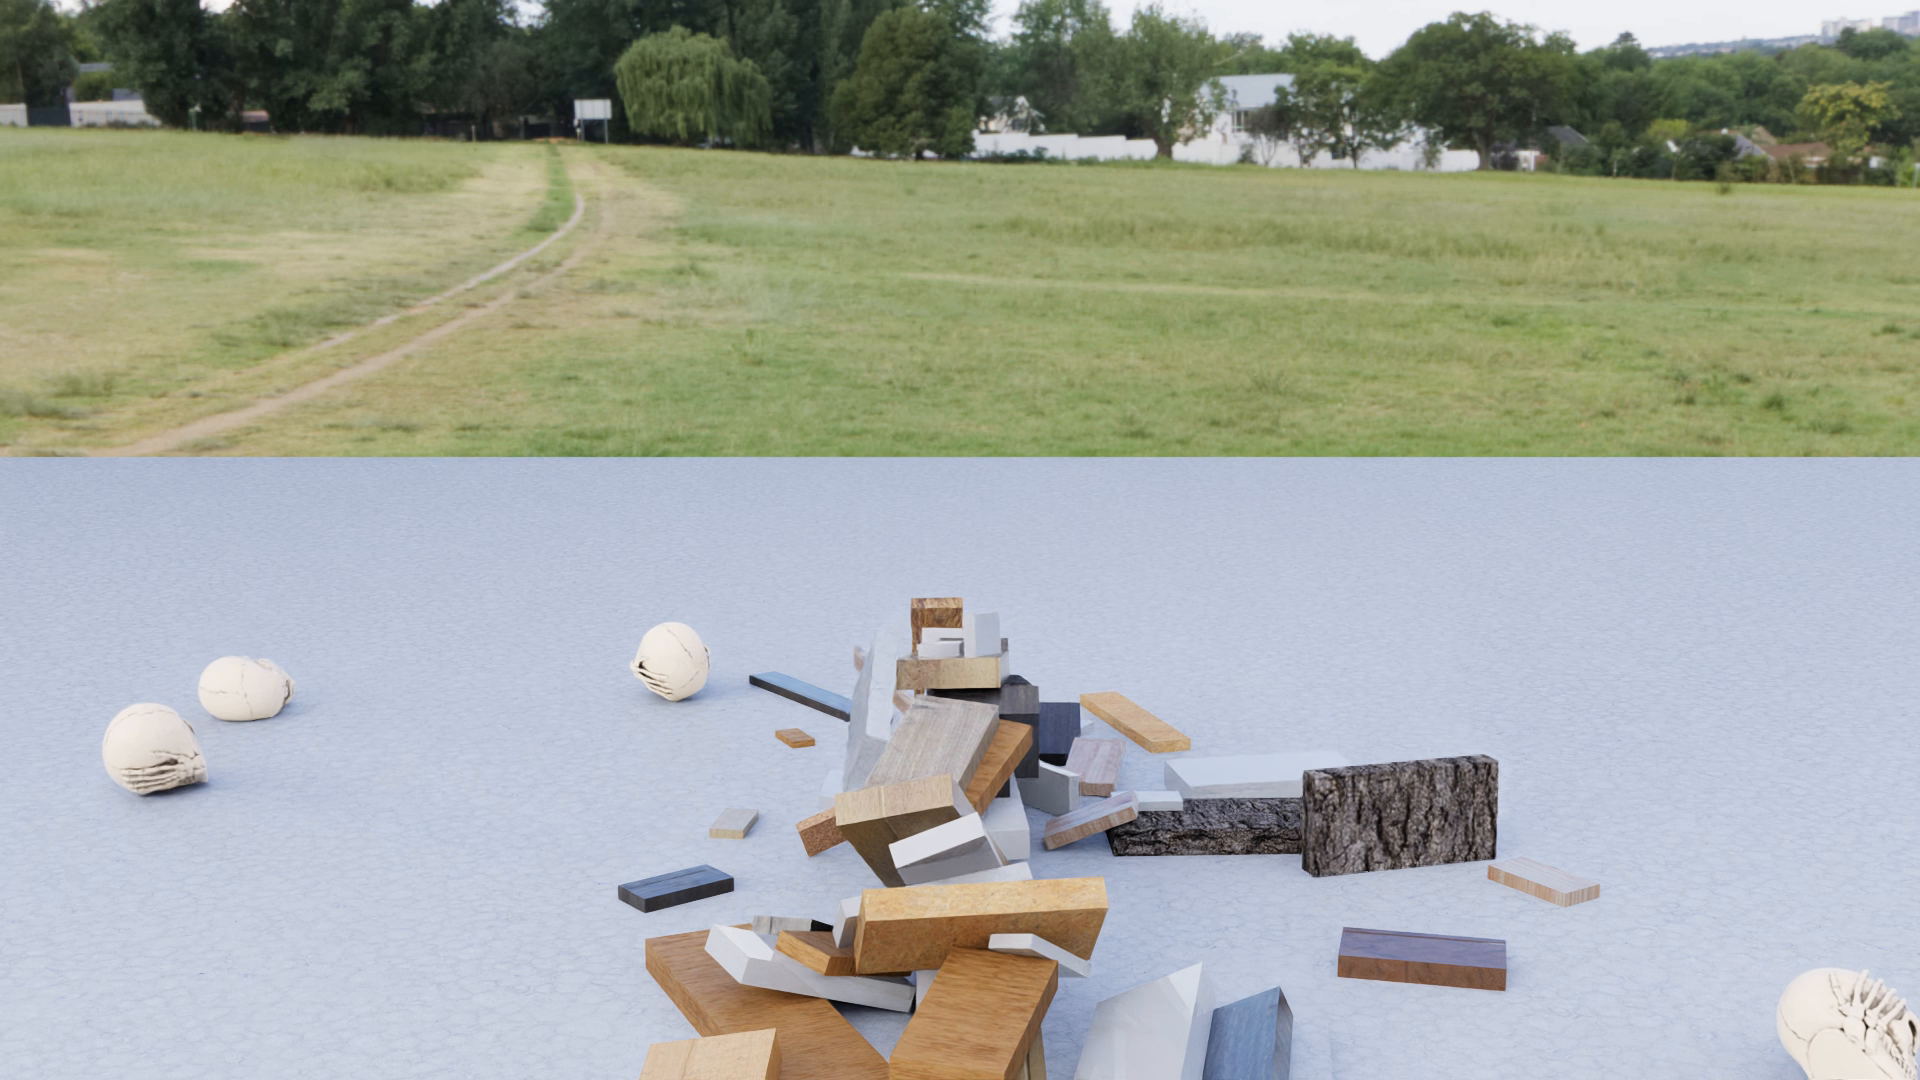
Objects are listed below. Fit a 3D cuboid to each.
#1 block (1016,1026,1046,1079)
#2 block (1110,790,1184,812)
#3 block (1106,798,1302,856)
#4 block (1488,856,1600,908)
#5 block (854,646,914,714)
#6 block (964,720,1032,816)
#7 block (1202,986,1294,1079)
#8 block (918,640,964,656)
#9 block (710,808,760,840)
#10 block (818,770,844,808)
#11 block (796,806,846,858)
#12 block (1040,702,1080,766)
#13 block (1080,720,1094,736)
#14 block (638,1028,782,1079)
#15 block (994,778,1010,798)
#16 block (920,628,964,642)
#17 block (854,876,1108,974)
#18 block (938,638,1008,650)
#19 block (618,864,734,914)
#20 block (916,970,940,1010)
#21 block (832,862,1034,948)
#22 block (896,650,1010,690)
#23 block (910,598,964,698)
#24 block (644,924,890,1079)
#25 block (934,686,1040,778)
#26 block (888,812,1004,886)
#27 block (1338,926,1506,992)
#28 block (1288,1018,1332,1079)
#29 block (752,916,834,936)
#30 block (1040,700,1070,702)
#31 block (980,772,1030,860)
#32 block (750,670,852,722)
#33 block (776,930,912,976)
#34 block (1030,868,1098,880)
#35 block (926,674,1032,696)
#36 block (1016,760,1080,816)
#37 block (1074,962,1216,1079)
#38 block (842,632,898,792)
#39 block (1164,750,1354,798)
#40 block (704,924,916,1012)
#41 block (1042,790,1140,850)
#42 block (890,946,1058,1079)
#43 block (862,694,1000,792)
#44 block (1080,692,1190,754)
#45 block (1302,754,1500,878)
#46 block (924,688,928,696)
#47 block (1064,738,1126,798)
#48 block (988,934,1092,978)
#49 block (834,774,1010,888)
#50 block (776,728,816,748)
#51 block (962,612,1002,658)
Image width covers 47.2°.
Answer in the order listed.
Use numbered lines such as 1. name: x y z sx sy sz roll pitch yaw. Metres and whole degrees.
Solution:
1. block: 0.037 0.693 2.999 0.149 0.042 0.299 0 11 0
2. block: 0.338 0.473 3.982 0.124 0.018 0.062 0 11 -3
3. block: 0.460 0.514 3.945 0.387 0.049 0.174 0 11 -2
4. block: 0.979 0.573 3.694 0.085 0.024 0.170 -7 13 -33
5. block: -0.161 0.328 4.945 0.014 0.049 0.602 -3 11 -16
6. block: 0.004 0.362 3.465 0.131 0.037 0.263 10 30 21
7. block: 0.341 0.687 2.845 0.164 0.047 0.329 -23 6 13
8. block: -0.033 0.191 3.879 0.073 0.021 0.146 -1 -1 4
9. block: -0.412 0.517 4.013 0.062 0.018 0.124 2 11 8
10. block: -0.217 0.477 4.210 0.086 0.024 0.172 1 11 4
11. block: -0.150 0.470 3.853 0.276 0.073 0.021 -23 43 -8
12. block: 0.195 0.395 4.493 0.102 0.029 0.204 0 26 2
13. block: 0.218 0.402 4.625 0.070 0.020 0.140 7 12 31
14. block: -0.323 0.715 2.715 0.167 0.047 0.335 -8 15 4
15. block: 0.015 0.361 3.614 0.131 0.037 0.263 -1 14 1
16. block: -0.012 0.218 4.251 0.127 0.036 0.254 0 -16 -2
17. block: 0.027 0.538 3.066 0.335 0.167 0.047 -2 55 -9
18. block: 0.020 0.233 4.173 0.127 0.036 0.254 0 -16 -2
19. block: -0.472 0.579 3.659 0.172 0.024 0.086 -8 13 -38
20. block: 0.013 0.624 3.138 0.149 0.042 0.299 0 11 -1
21. block: -0.039 0.520 3.133 0.278 0.099 0.028 -9 57 -18
22. block: -0.009 0.226 3.863 0.175 0.050 0.351 -1 -1 4
23. block: -0.043 0.238 4.400 0.102 0.315 0.029 -1 43 0
24. block: -0.263 0.678 3.066 0.167 0.047 0.676 -5 11 -24
25. block: 0.051 0.342 3.866 0.176 0.050 0.351 -1 -24 1
26. block: -0.007 0.479 3.150 0.131 0.037 0.263 -21 -32 1
27. block: 0.701 0.634 3.335 0.246 0.035 0.123 2 11 13
28. block: 0.425 0.719 2.881 0.123 0.035 0.393 1 11 7
29. block: -0.217 0.595 3.298 0.099 0.028 0.198 -1 -18 27
30. block: 0.200 0.377 4.586 0.070 0.020 0.140 -1 26 0
31. block: 0.010 0.428 3.517 0.170 0.048 0.339 -2 14 -3
32. block: -0.315 0.353 4.891 0.070 0.020 0.484 -8 13 -35
33. block: -0.164 0.597 3.174 0.099 0.028 0.198 20 3 38
34. block: 0.166 0.576 3.698 0.124 0.018 0.062 2 11 13
35. block: 0.032 0.279 4.013 0.176 0.050 0.351 0 -1 -2
36. block: 0.160 0.463 4.121 0.024 0.085 0.170 -8 13 -36
37. block: 0.239 0.678 2.882 0.164 0.047 0.417 -24 5 14
38. block: -0.147 0.289 3.612 0.039 0.138 0.278 16 32 -9
39. block: 0.584 0.462 4.225 0.348 0.049 0.174 -2 11 -10
40. block: -0.215 0.616 3.164 0.275 0.039 0.138 17 2 -30
41. block: 0.233 0.497 3.907 0.170 0.024 0.085 -22 11 12
42. block: 0.023 0.635 2.905 0.149 0.042 0.299 5 19 15
43. block: -0.042 0.337 3.433 0.138 0.039 0.275 6 29 15
44. block: 0.370 0.387 4.697 0.086 0.024 0.410 -3 11 -18
45. block: 0.762 0.476 3.804 0.348 0.174 0.049 -3 9 -16
46. block: 0.017 0.325 4.214 0.171 0.048 0.341 1 11 0
47. block: 0.261 0.443 4.295 0.102 0.029 0.204 2 19 10
48. block: 0.112 0.579 3.059 0.072 0.021 0.145 -8 -30 38
49. block: -0.037 0.470 3.265 0.170 0.048 0.450 -11 -31 10
50. block: -0.344 0.413 4.584 0.049 0.014 0.099 -5 12 -25
51. block: 0.038 0.162 3.783 0.021 0.073 0.146 -3 -1 18
